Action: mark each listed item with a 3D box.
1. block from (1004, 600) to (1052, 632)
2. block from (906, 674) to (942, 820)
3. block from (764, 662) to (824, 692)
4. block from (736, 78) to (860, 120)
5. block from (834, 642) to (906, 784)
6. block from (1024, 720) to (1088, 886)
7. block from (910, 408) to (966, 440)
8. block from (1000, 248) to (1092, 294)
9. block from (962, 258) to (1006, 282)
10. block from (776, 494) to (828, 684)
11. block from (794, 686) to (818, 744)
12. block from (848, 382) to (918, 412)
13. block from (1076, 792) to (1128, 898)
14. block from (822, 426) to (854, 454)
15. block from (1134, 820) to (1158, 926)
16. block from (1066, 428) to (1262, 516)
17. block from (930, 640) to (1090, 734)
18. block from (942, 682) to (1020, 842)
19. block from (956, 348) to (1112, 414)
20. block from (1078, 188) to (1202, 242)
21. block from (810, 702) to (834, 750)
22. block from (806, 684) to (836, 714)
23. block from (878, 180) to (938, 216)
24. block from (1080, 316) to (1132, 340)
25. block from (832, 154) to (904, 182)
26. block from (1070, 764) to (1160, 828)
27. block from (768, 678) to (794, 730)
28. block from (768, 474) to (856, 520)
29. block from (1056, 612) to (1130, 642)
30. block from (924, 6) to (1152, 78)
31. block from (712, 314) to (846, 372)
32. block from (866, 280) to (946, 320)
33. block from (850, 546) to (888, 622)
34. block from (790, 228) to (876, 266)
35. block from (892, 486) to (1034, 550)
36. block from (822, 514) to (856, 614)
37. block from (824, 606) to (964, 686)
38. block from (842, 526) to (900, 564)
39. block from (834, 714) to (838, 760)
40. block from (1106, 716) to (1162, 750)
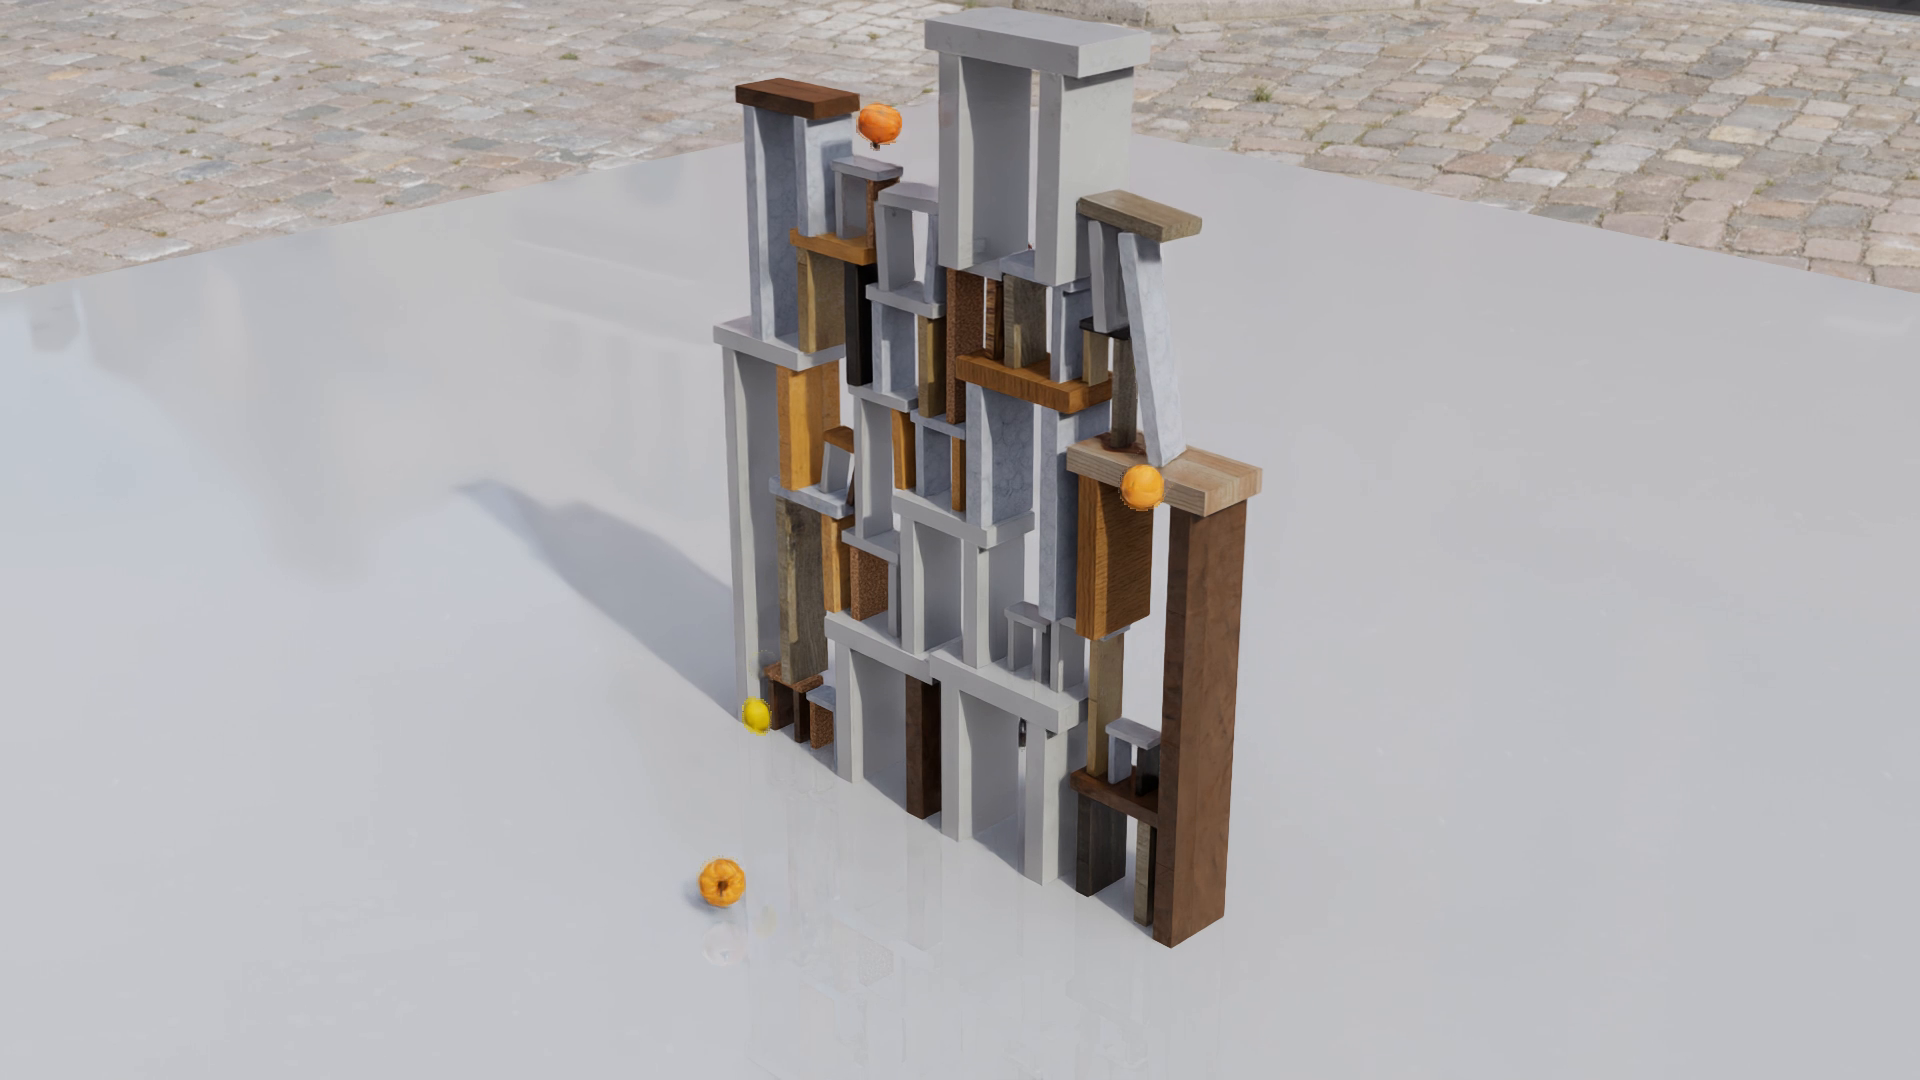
[{"bbox_3d":[0.141,0.144,4.134,0.054,0.015,0.108,-21,31,-41],"label":"block"},{"bbox_3d":[-0.037,0.392,4.435,0.044,0.313,0.157,21,31,40],"label":"block"},{"bbox_3d":[-0.358,0.292,4.732,0.124,0.018,0.062,21,31,41],"label":"block"},{"bbox_3d":[-0.312,-0.844,4.199,0.229,0.032,0.114,21,31,41],"label":"block"},{"bbox_3d":[-0.184,0.334,4.572,0.044,0.313,0.157,21,31,41],"label":"block"},{"bbox_3d":[0.201,0.475,4.207,0.048,0.339,0.170,21,31,41],"label":"block"},{"bbox_3d":[-0.017,-0.225,4.141,0.074,0.021,0.148,-21,31,-40],"label":"block"},{"bbox_3d":[0.160,-0.471,3.844,0.085,0.024,0.170,-21,32,-40],"label":"block"},{"bbox_3d":[0.047,-0.499,3.961,0.076,0.022,0.152,-22,31,-40],"label":"block"},{"bbox_3d":[-0.332,0.092,4.632,0.106,0.428,0.030,-21,31,-40],"label":"block"},{"bbox_3d":[-0.328,0.370,4.730,0.062,0.124,0.018,-21,31,-41],"label":"block"},{"bbox_3d":[-0.131,-0.284,4.239,0.163,0.023,0.081,21,31,41],"label":"block"},{"bbox_3d":[0.270,0.559,4.168,0.031,0.216,0.108,21,31,40],"label":"block"},{"bbox_3d":[-0.214,-0.197,4.378,0.058,0.016,0.115,-21,35,-40],"label":"block"},{"bbox_3d":[0.372,0.598,4.074,0.031,0.216,0.108,21,31,40],"label":"block"},{"bbox_3d":[0.350,-0.122,3.792,0.308,0.044,0.154,21,31,40],"label":"block"},{"bbox_3d":[0.121,0.265,4.205,0.339,0.048,0.170,21,31,41],"label":"block"},{"bbox_3d":[0.041,0.413,4.354,0.048,0.339,0.170,21,31,41],"label":"block"},{"bbox_3d":[0.139,-0.294,3.947,0.278,0.039,0.139,21,31,40],"label":"block"},{"bbox_3d":[0.299,-0.540,3.657,0.095,0.027,0.191,-18,33,-39],"label":"block"},{"bbox_3d":[-0.294,0.387,4.706,0.016,0.112,0.056,21,31,41],"label":"block"},{"bbox_3d":[-0.268,0.339,4.657,0.112,0.016,0.056,21,31,41],"label":"block"},{"bbox_3d":[-0.053,-0.618,3.990,0.171,0.024,0.086,15,29,29],"label":"block"},{"bbox_3d":[0.260,-0.366,3.787,0.102,0.014,0.051,21,31,40],"label":"block"},{"bbox_3d":[-0.174,-0.697,4.123,0.065,0.018,0.131,-20,30,-39],"label":"block"},{"bbox_3d":[0.321,0.465,4.073,0.216,0.031,0.108,21,31,40],"label":"block"},{"bbox_3d":[-0.386,0.347,4.784,0.018,0.124,0.062,21,31,41],"label":"block"},{"bbox_3d":[-0.281,-0.099,4.496,0.106,0.030,0.212,-21,31,-40],"label":"block"},{"bbox_3d":[0.235,0.144,4.035,0.072,0.020,0.144,-21,31,-41],"label":"block"},{"bbox_3d":[0.128,-0.844,3.718,0.178,0.050,0.356,-22,31,-40],"label":"block"},{"bbox_3d":[-0.366,-0.404,4.455,0.131,0.037,0.263,-21,31,-41],"label":"block"},{"bbox_3d":[-0.081,-0.455,4.111,0.182,0.026,0.091,22,32,40],"label":"block"},{"bbox_3d":[-0.183,0.074,4.458,0.083,0.166,0.023,-21,31,-41],"label":"block"},{"bbox_3d":[-0.219,-0.572,4.225,0.106,0.030,0.212,-20,30,-39],"label":"block"},{"bbox_3d":[0.004,-0.054,4.190,0.129,0.036,0.257,-22,31,-40],"label":"block"},{"bbox_3d":[-0.231,0.033,4.496,0.030,0.212,0.106,20,30,41],"label":"block"},{"bbox_3d":[-0.110,0.198,4.434,0.313,0.044,0.157,21,31,41],"label":"block"},{"bbox_3d":[-0.150,0.004,4.381,0.083,0.023,0.166,-20,30,-39],"label":"block"},{"bbox_3d":[-0.242,0.408,4.657,0.016,0.112,0.056,21,31,41],"label":"block"},{"bbox_3d":[0.320,0.353,4.022,0.100,0.014,0.050,21,31,40],"label":"block"}]
